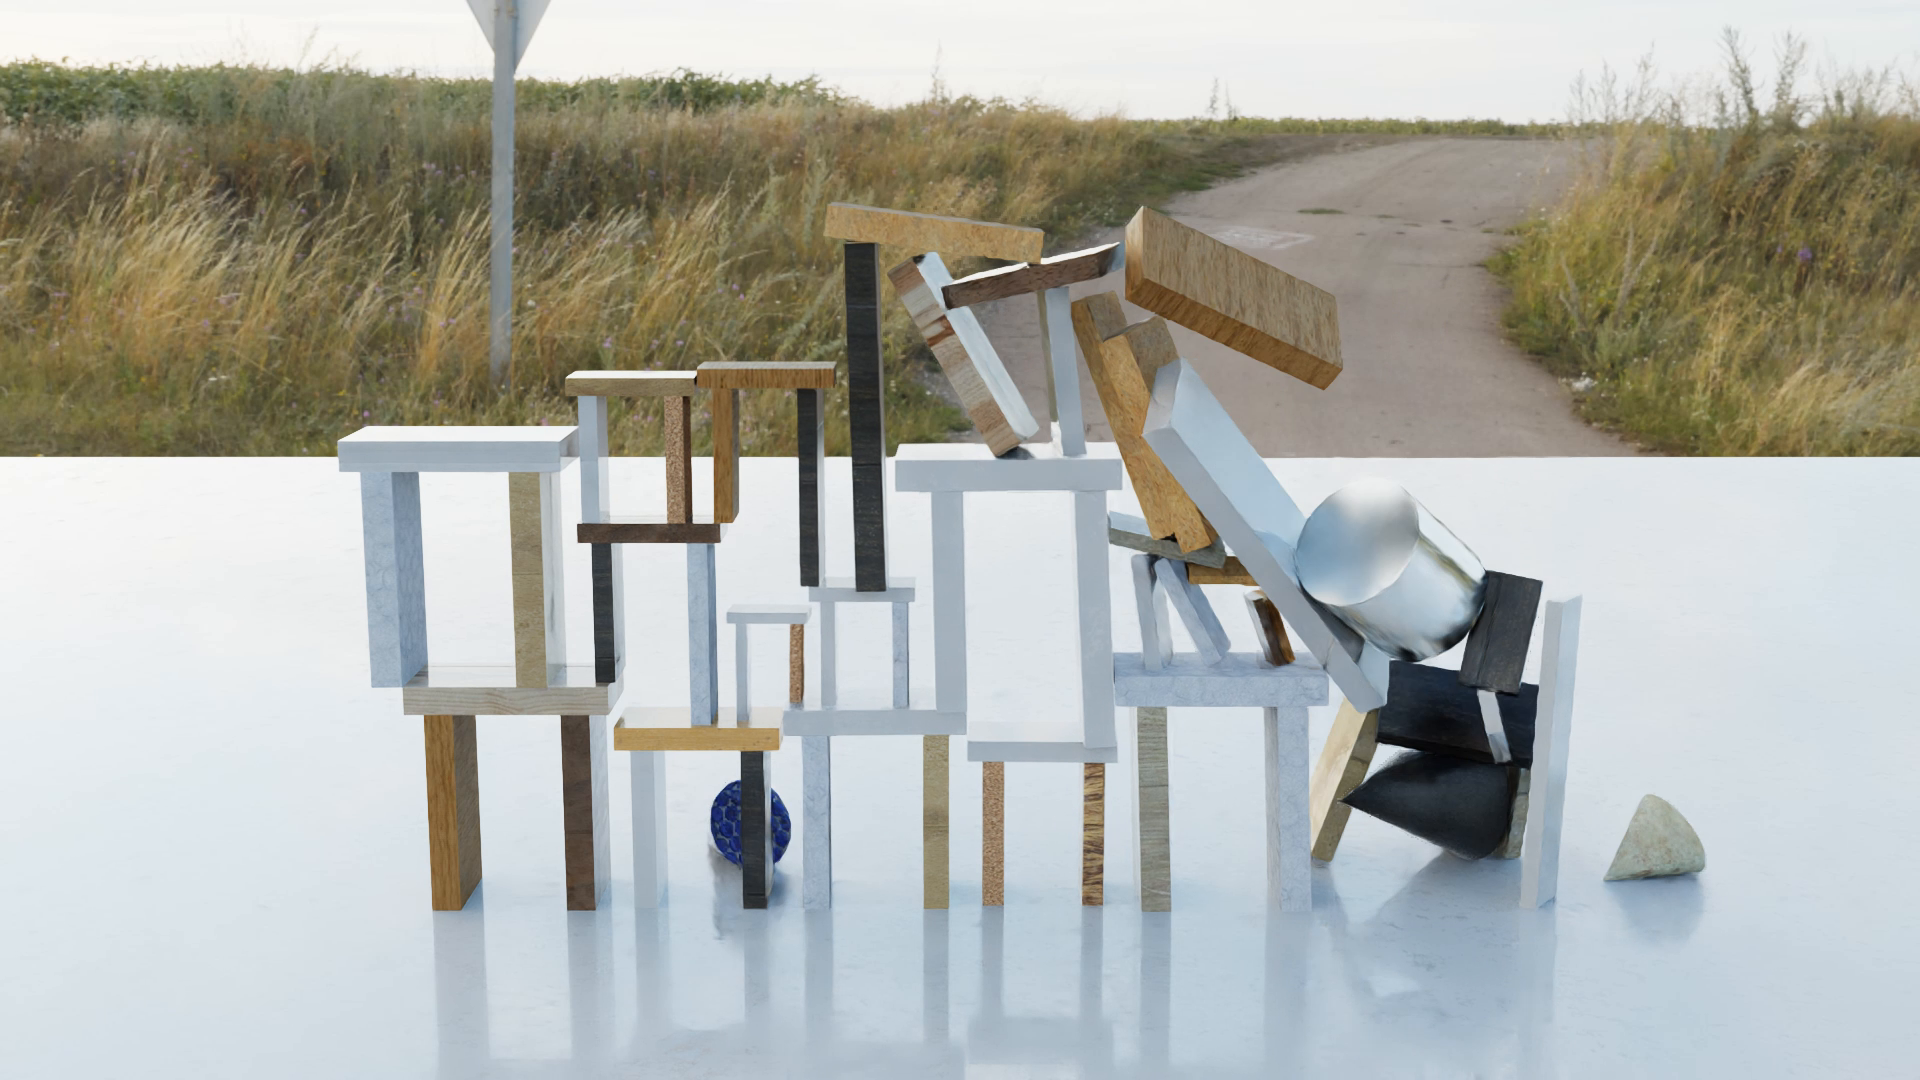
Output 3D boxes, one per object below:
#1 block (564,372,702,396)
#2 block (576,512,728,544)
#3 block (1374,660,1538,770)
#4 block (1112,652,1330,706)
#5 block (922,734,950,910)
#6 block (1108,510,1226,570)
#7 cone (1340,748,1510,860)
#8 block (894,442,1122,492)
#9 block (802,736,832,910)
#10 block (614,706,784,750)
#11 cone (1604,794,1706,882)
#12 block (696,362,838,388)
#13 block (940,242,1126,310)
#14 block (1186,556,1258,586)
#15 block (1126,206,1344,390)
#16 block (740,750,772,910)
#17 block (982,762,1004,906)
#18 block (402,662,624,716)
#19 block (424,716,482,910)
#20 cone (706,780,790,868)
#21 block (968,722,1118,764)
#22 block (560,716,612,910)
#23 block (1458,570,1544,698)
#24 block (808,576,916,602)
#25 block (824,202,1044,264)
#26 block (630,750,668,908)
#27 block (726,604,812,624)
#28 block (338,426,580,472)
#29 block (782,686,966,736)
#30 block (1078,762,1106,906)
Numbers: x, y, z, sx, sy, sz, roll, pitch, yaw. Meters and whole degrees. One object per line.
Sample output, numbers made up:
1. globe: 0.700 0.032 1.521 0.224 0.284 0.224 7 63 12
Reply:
1. block: -0.519 -0.250 3.510 0.203 0.029 0.102 0 11 0
2. block: -0.496 -0.021 3.559 0.229 0.032 0.114 0 11 0
3. block: 0.857 0.297 3.743 0.282 0.141 0.040 10 -28 6
4. block: 0.419 0.227 3.601 0.343 0.049 0.171 0 11 0
5. block: -0.039 0.445 3.640 0.042 0.295 0.148 0 11 0
6. block: 0.333 -0.001 3.571 0.191 0.027 0.095 13 18 -3
7. cone: 0.762 0.436 3.781 0.256 0.256 0.256 -3 11 -23
8. block: 0.078 -0.118 3.535 0.356 0.050 0.178 0 11 1
9. block: -0.236 0.446 3.635 0.042 0.295 0.148 0 11 -2
10. block: -0.425 0.309 3.612 0.267 0.038 0.134 0 11 0
11. cone: 1.155 0.540 3.746 0.155 0.155 0.155 -31 19 -13
12. block: -0.307 -0.264 3.511 0.216 0.031 0.108 0 11 0
13. block: 0.118 -0.414 3.446 0.265 0.037 0.132 -9 11 27
14. block: 0.429 0.049 3.581 0.118 0.017 0.059 1 33 -2
15. block: 0.425 -0.377 3.420 0.359 0.051 0.180 22 42 -17
16. block: -0.336 0.460 3.636 0.038 0.267 0.134 0 11 0
17. block: 0.055 0.469 3.650 0.035 0.244 0.122 0 11 0
18. block: -0.728 0.243 3.605 0.329 0.047 0.165 0 11 0
19. block: -0.838 0.428 3.640 0.047 0.329 0.165 0 11 0
20. cone: -0.407 0.517 3.866 0.160 0.160 0.160 -8 -13 -38
21. block: 0.136 0.333 3.624 0.244 0.035 0.122 0 11 2
22. block: -0.618 0.428 3.640 0.047 0.329 0.165 0 11 0
23. block: 0.870 0.150 3.537 0.095 0.191 0.027 12 -13 18
24. block: -0.158 0.080 3.567 0.171 0.024 0.085 0 11 1
25. block: -0.040 -0.485 3.469 0.337 0.048 0.168 7 10 -1
26. block: -0.514 0.459 3.640 0.038 0.267 0.134 0 11 0
27. block: -0.311 0.121 3.584 0.130 0.018 0.065 0 11 3
28. block: -0.801 -0.147 3.533 0.348 0.049 0.174 0 11 0
29. block: -0.139 0.280 3.606 0.295 0.042 0.148 0 11 -2
30. block: 0.218 0.469 3.650 0.035 0.244 0.122 0 11 0
